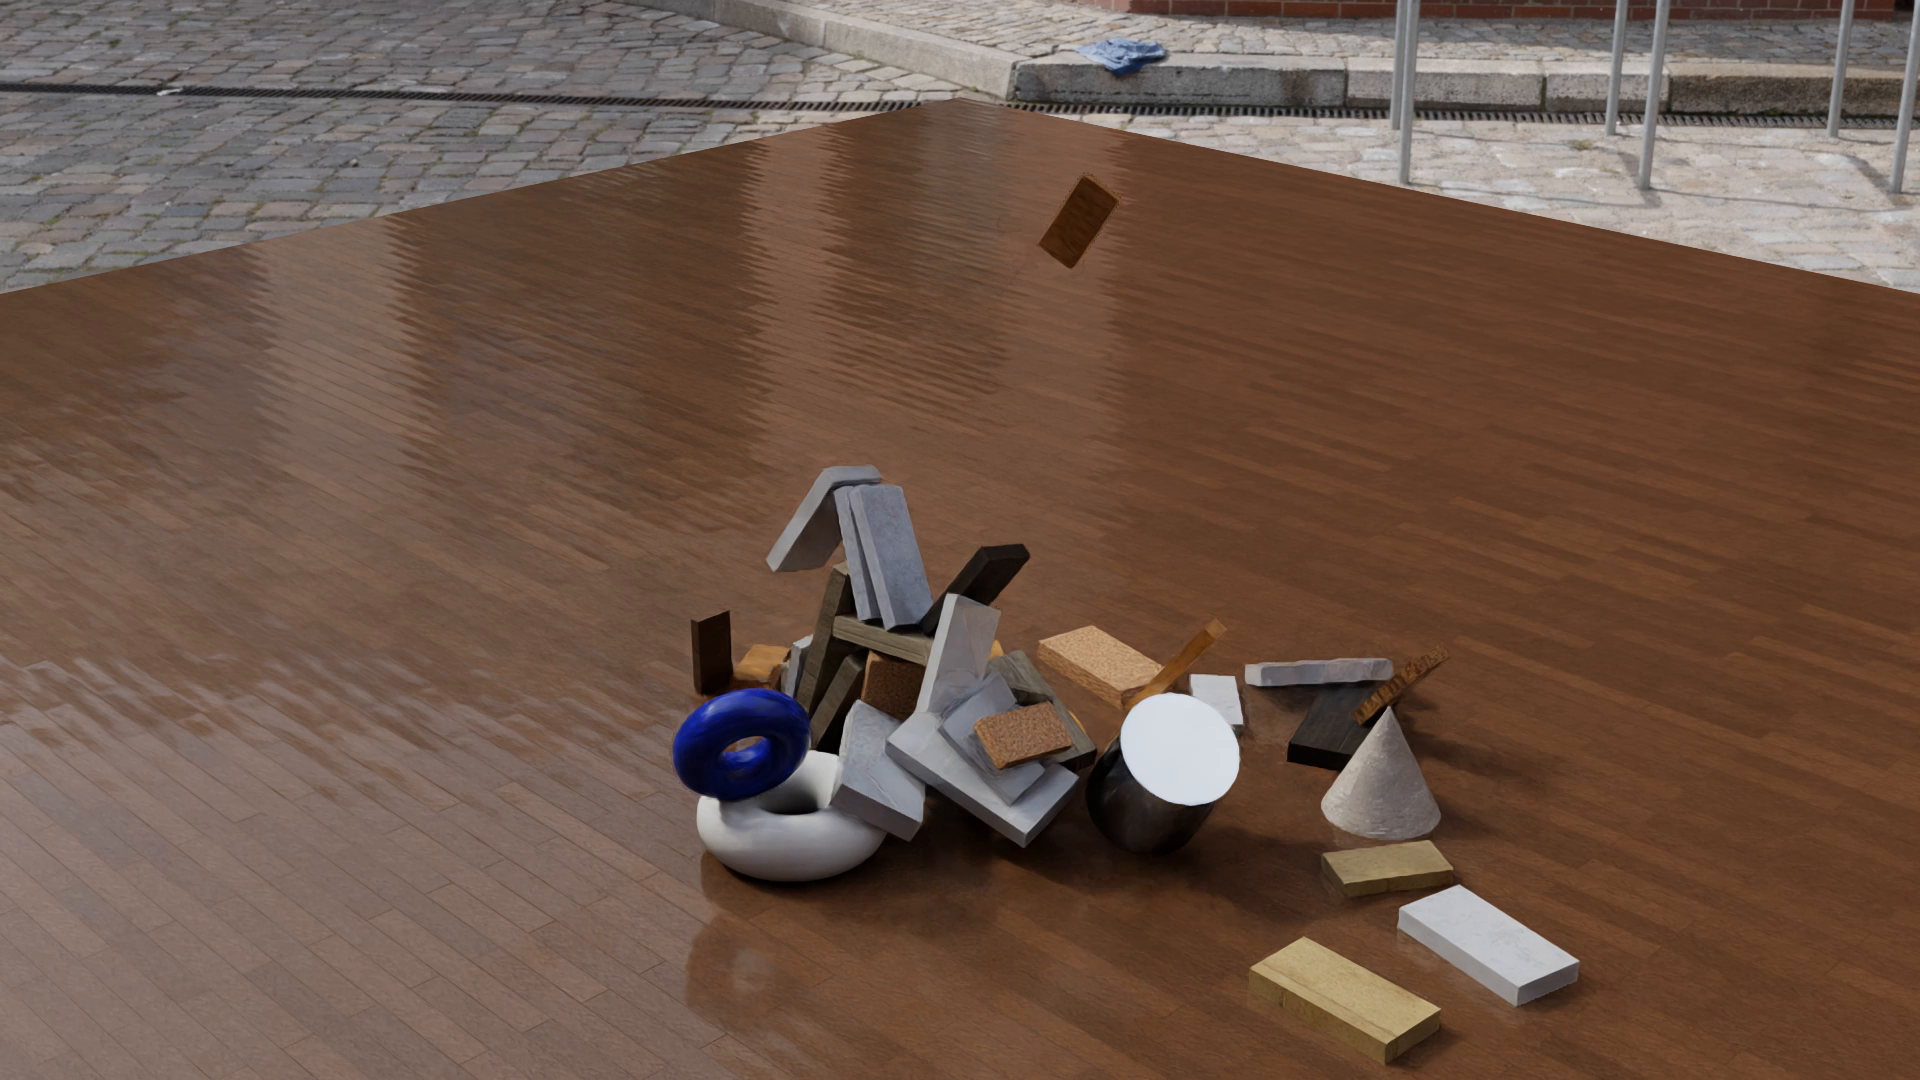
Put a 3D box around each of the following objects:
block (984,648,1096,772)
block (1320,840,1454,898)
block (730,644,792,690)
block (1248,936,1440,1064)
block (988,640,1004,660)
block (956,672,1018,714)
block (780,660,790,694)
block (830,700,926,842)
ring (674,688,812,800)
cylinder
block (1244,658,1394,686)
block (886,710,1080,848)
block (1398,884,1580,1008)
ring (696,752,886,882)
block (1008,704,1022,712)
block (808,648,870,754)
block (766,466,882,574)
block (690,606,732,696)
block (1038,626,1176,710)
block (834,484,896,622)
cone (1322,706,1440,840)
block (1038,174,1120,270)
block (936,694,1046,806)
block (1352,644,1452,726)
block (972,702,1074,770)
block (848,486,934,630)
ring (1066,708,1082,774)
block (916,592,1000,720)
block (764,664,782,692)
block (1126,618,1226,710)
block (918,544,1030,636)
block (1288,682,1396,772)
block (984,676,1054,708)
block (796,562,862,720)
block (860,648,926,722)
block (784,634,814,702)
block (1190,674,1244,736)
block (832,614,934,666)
[{"bbox_3d":[0.130,0.361,4.475,0.157,0.044,0.313,-18,46,-21],"label":"block"},{"bbox_3d":[0.821,0.632,4.231,0.224,0.032,0.112,-5,24,-12],"label":"block"},{"bbox_3d":[-0.456,0.293,5.038,0.091,0.026,0.182,5,24,12],"label":"block"},{"bbox_3d":[0.666,0.798,3.826,0.150,0.043,0.301,-19,30,-38],"label":"block"},{"bbox_3d":[0.045,0.357,4.547,0.173,0.049,0.346,-10,43,-13],"label":"block"},{"bbox_3d":[0.043,0.335,4.318,0.021,0.075,0.149,1,38,51],"label":"block"},{"bbox_3d":[-0.342,0.336,4.739,0.089,0.178,0.025,-21,32,-40],"label":"block"},{"bbox_3d":[-0.154,0.452,4.349,0.173,0.049,0.346,27,22,-9],"label":"block"},{"bbox_3d":[-0.414,0.390,4.187,0.273,0.273,0.091,-8,47,-19],"label":"ring"},{"bbox_3d":[0.390,0.457,4.260,0.237,0.237,0.237,7,57,-11],"label":"cylinder"},{"bbox_3d":[0.805,0.295,4.938,0.301,0.043,0.150,-3,0,-6],"label":"block"},{"bbox_3d":[0.043,0.443,4.310,0.346,0.049,0.173,32,54,23],"label":"block"},{"bbox_3d":[0.954,0.731,3.983,0.150,0.043,0.301,-14,27,-29],"label":"block"},{"bbox_3d":[-0.327,0.539,4.329,0.382,0.127,0.382,1,24,0],"label":"ring"},{"bbox_3d":[0.095,0.390,4.311,0.075,0.021,0.149,30,52,22],"label":"block"},{"bbox_3d":[-0.231,0.332,4.622,0.042,0.297,0.149,45,41,18],"label":"block"},{"bbox_3d":[-0.286,-0.043,4.617,0.138,0.276,0.039,-5,50,-46],"label":"block"},{"bbox_3d":[-0.557,0.250,4.940,0.026,0.182,0.091,21,31,41],"label":"block"},{"bbox_3d":[0.334,0.288,5.025,0.157,0.044,0.313,-15,27,-31],"label":"block"},{"bbox_3d":[-0.170,0.025,4.515,0.138,0.276,0.039,-4,-10,-45],"label":"block"},{"bbox_3d":[0.855,0.438,4.422,0.239,0.239,0.239,0,23,0],"label":"cone"},{"bbox_3d":[0.256,-0.682,4.724,0.091,0.182,0.026,36,21,5],"label":"block"},{"bbox_3d":[0.060,0.405,4.241,0.202,0.029,0.101,46,59,5],"label":"block"},{"bbox_3d":[0.936,0.307,4.673,0.112,0.224,0.032,-23,71,-43],"label":"block"},{"bbox_3d":[0.124,0.377,4.247,0.202,0.029,0.101,-9,61,-47],"label":"block"},{"bbox_3d":[-0.135,0.036,4.470,0.119,0.294,0.034,-3,-17,-45],"label":"block"},{"bbox_3d":[0.119,0.429,4.612,0.297,0.099,0.297,-2,29,1],"label":"ring"},{"bbox_3d":[-0.002,0.236,4.313,0.119,0.238,0.034,23,-13,-38],"label":"block"},{"bbox_3d":[-0.392,0.324,4.787,0.089,0.178,0.025,-21,63,-40],"label":"block"},{"bbox_3d":[0.422,0.250,4.301,0.032,0.224,0.112,46,18,6],"label":"block"},{"bbox_3d":[0.028,0.100,4.386,0.119,0.238,0.034,-5,53,-46],"label":"block"},{"bbox_3d":[0.828,0.405,4.750,0.157,0.044,0.313,10,25,22],"label":"block"},{"bbox_3d":[0.110,0.325,4.422,0.149,0.075,0.021,11,28,10],"label":"block"},{"bbox_3d":[-0.260,0.223,4.628,0.039,0.412,0.138,31,30,26],"label":"block"},{"bbox_3d":[-0.132,0.349,4.536,0.149,0.297,0.042,4,38,-9],"label":"block"},{"bbox_3d":[-0.326,0.283,4.662,0.025,0.178,0.089,33,37,31],"label":"block"},{"bbox_3d":[0.567,0.365,4.864,0.101,0.029,0.239,1,23,2],"label":"block"},{"bbox_3d":[-0.100,0.201,4.460,0.297,0.042,0.148,15,13,40],"label":"block"}]
